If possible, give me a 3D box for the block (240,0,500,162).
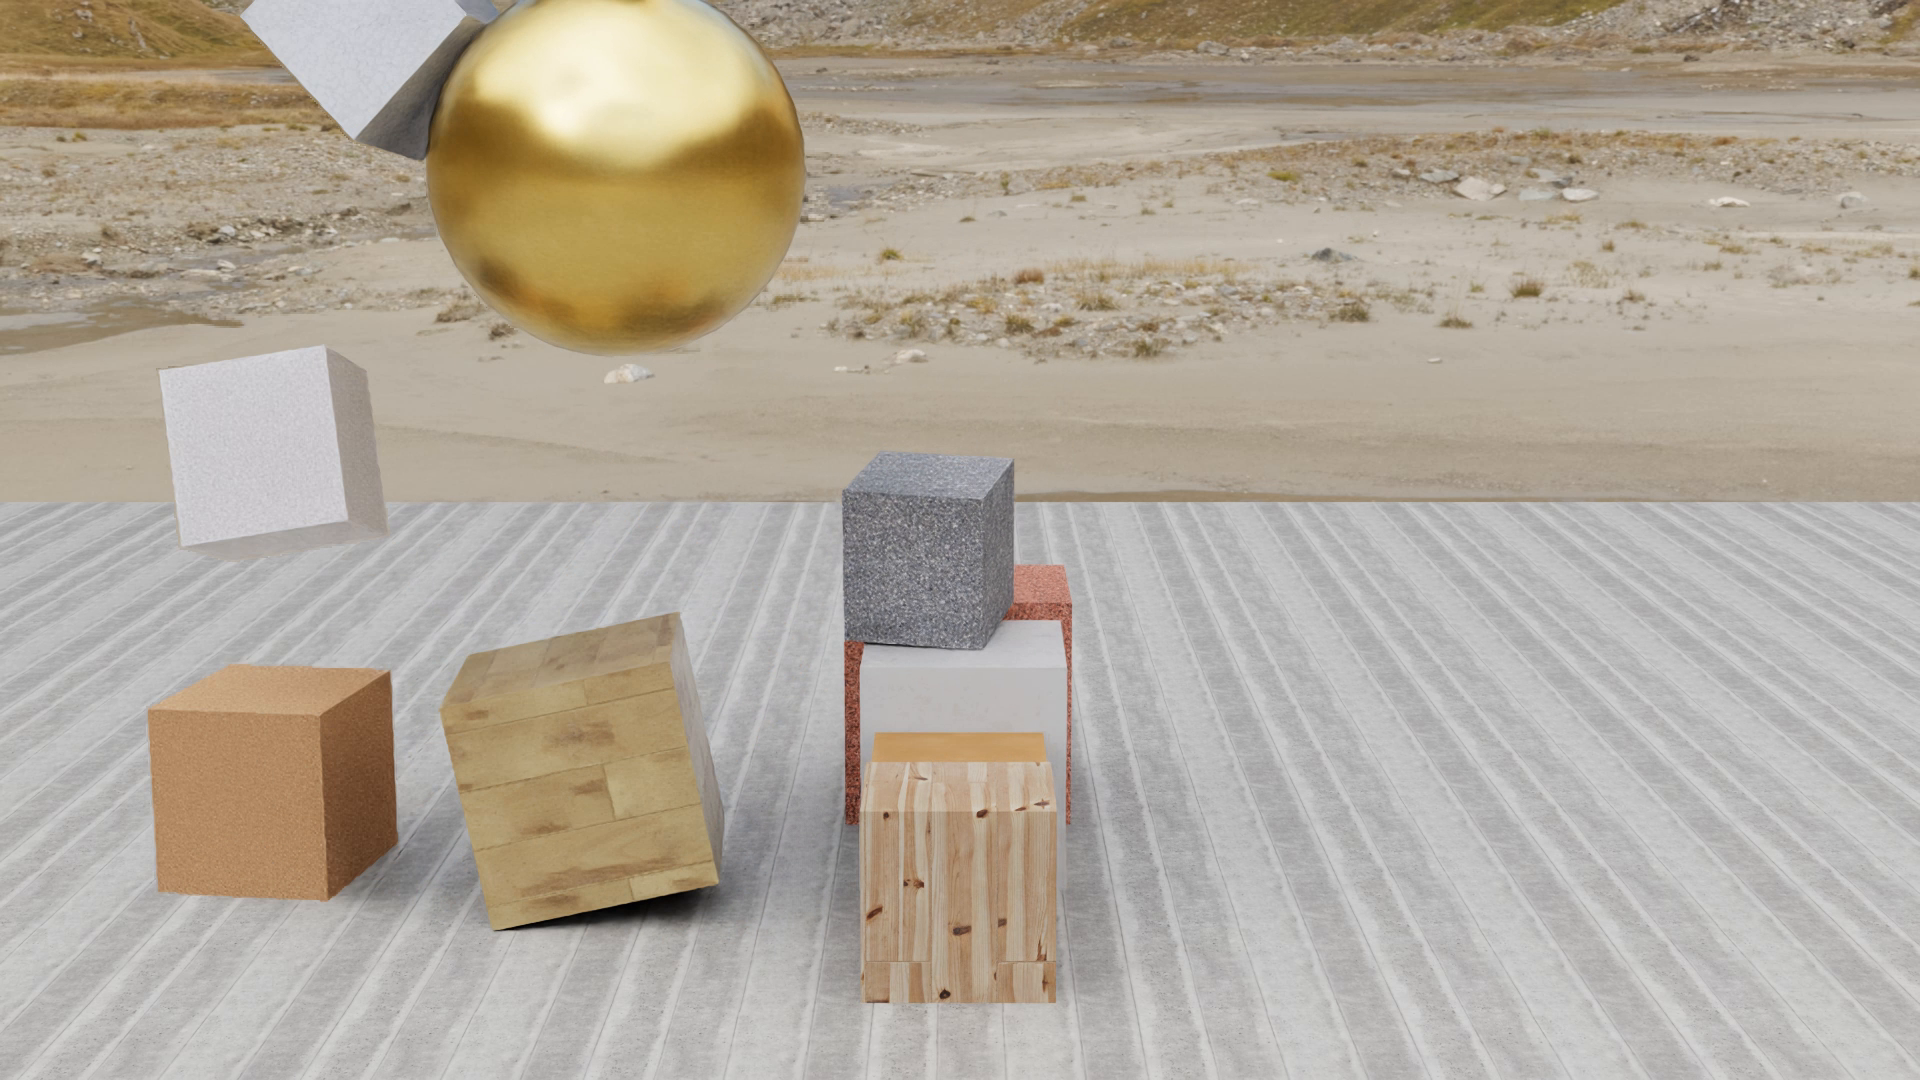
[{"bbox_3d":[-2.478,-2.206,11.104,0.758,0.720,0.652,47,10,10],"label":"block"}]

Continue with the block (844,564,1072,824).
[{"bbox_3d":[-0.009,0.736,12.518,1.065,1.073,0.946,0,10,0],"label":"block"}]

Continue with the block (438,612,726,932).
[{"bbox_3d":[-1.595,0.971,11.045,0.957,0.972,0.981,-12,11,-2],"label":"block"}]

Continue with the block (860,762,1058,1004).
[{"bbox_3d":[-0.006,1.335,10.097,0.745,0.760,0.704,0,10,0],"label":"block"}]

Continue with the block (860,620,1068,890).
[{"bbox_3d":[0.019,0.949,11.564,0.889,0.995,0.975,0,10,0],"label":"block"}]

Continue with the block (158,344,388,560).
[{"bbox_3d":[-2.933,-0.362,11.018,0.701,0.745,0.691,-9,-5,1],"label":"block"}]

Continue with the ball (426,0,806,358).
[{"bbox_3d":[-1.453,-1.577,10.894,1.600,1.600,1.600,0,10,0],"label":"ball"}]

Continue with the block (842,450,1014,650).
[{"bbox_3d":[-0.134,0.037,11.607,0.631,0.694,0.695,4,17,12],"label":"block"}]

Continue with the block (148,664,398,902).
[{"bbox_3d":[-3.038,1.063,11.421,0.769,0.823,0.856,1,10,8],"label":"block"}]

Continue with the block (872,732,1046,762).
[{"bbox_3d":[-0.003,1.237,10.781,0.723,0.709,0.658,0,10,0],"label":"block"}]
